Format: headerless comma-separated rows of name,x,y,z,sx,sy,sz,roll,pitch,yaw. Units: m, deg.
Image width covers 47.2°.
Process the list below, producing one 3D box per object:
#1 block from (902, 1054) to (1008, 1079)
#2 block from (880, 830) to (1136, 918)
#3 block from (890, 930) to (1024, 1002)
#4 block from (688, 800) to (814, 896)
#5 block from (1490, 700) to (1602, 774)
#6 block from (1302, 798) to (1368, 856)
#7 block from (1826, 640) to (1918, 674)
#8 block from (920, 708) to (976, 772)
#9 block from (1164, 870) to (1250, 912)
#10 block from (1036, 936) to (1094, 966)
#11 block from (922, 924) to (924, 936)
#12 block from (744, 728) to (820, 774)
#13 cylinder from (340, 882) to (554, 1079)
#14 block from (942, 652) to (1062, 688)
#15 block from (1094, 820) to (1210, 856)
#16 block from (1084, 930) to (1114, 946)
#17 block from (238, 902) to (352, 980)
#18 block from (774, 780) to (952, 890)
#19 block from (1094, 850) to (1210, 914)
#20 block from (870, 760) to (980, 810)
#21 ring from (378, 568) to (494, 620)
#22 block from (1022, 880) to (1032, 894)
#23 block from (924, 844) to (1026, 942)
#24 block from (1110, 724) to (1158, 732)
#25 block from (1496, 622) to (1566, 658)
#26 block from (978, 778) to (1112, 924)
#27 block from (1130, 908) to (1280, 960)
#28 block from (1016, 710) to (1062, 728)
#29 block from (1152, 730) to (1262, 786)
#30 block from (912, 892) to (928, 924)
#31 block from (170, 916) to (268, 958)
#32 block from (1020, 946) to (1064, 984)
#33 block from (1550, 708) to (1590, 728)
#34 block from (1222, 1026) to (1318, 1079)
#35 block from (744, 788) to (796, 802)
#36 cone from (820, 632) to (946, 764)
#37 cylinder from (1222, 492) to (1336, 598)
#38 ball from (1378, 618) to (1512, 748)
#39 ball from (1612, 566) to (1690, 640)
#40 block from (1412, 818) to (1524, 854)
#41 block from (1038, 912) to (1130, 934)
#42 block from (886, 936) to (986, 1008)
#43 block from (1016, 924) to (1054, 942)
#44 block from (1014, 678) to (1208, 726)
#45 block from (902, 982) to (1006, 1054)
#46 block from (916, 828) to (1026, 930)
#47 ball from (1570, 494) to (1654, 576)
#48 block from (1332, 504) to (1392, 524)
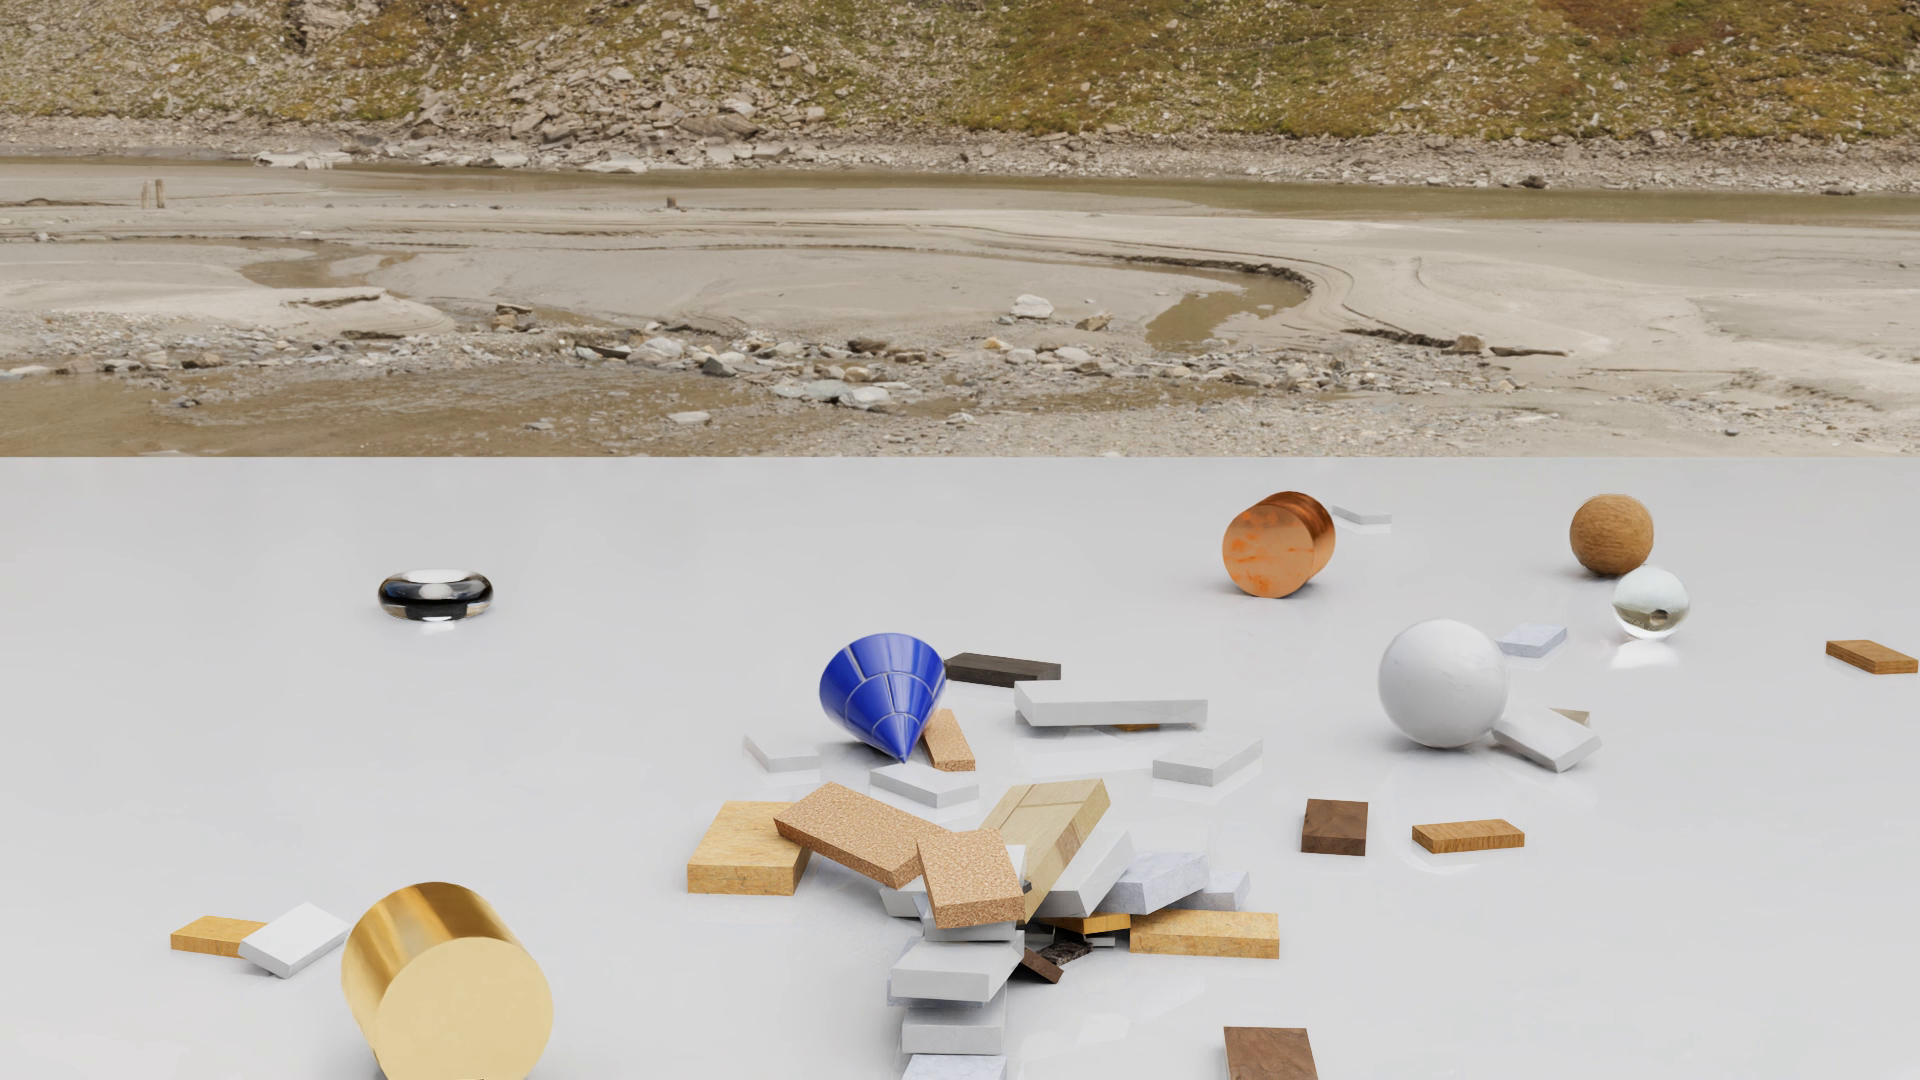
block,-0.048,0.755,2.683,0.125,0.035,0.554,2,11,10
block,0.074,0.532,3.505,0.385,0.048,0.171,-7,22,36
block,0.000,0.587,3.059,0.134,0.038,0.267,1,2,12
block,-0.352,0.534,3.834,0.178,0.050,0.355,1,11,4
block,1.187,0.398,4.462,0.111,0.031,0.222,-28,22,-13
block,0.679,0.518,3.972,0.111,0.031,0.222,2,11,11
block,2.179,0.279,5.259,0.109,0.031,0.218,-2,11,-8
block,-0.035,0.413,4.561,0.081,0.023,0.398,-1,11,-7
block,0.348,0.574,3.582,0.229,0.032,0.114,-5,8,20
block,0.160,0.635,3.391,0.045,0.013,0.091,9,14,40
block,-0.017,0.596,3.327,0.081,0.023,0.161,4,-23,-1
block,-0.363,0.427,4.466,0.104,0.029,0.207,-4,11,-19
cylinder,-0.690,0.606,2.947,0.233,0.233,0.233,-5,12,-25
block,0.092,0.305,5.105,0.256,0.036,0.128,6,12,27
block,0.252,0.537,3.822,0.341,0.048,0.171,3,11,14
block,0.217,0.619,3.464,0.045,0.013,0.091,0,8,-1
block,-1.022,0.615,3.384,0.088,0.025,0.175,24,16,11
block,-0.164,0.492,3.695,0.128,0.036,0.360,-31,25,-29
block,0.206,0.548,3.561,0.355,0.050,0.178,-4,6,41
block,-0.070,0.470,4.234,0.103,0.029,0.207,-9,14,-39
ring,-1.384,0.144,5.806,0.301,0.100,0.301,1,10,0
block,0.059,0.515,3.289,0.091,0.013,0.045,11,27,44
block,0.025,0.513,3.209,0.125,0.035,0.249,-2,16,7
block,0.348,0.379,4.743,0.081,0.023,0.162,-6,12,-30
block,1.412,0.247,5.432,0.109,0.031,0.246,6,12,29
block,0.092,0.489,3.452,0.171,0.048,0.341,-9,21,32
block,0.383,0.615,3.444,0.229,0.032,0.114,1,11,7
block,0.193,0.365,4.803,0.103,0.029,0.207,2,11,13
block,0.498,0.435,4.402,0.128,0.036,0.256,6,12,29
block,-0.033,0.558,3.242,0.045,0.013,0.091,-14,50,-17
block,-1.130,0.621,3.432,0.175,0.025,0.088,3,11,18
block,0.083,0.619,3.331,0.081,0.023,0.161,36,-9,-29
block,1.252,0.397,4.621,0.111,0.031,0.222,4,11,22
block,0.414,0.710,2.932,0.114,0.032,0.229,1,11,3
block,-0.363,0.498,4.103,0.081,0.023,0.162,1,11,7
cone,-0.133,0.370,4.428,0.266,0.266,0.266,-2,31,-12
cylinder,0.885,0.010,6.089,0.257,0.257,0.257,4,11,22
ball,0.996,0.294,4.526,0.269,0.269,0.269,0,11,0
ball,1.725,0.157,5.494,0.185,0.185,0.185,0,11,0
block,0.908,0.529,3.929,0.176,0.025,0.088,-2,11,-13
block,0.195,0.595,3.465,0.081,0.023,0.161,-3,-1,-24
block,-0.021,0.621,3.166,0.134,0.038,0.267,1,2,6
block,0.103,0.619,3.474,0.091,0.013,0.045,1,10,7
block,0.321,0.346,4.703,0.380,0.050,0.178,0,11,-11
block,-0.005,0.662,3.073,0.134,0.038,0.267,0,2,3
block,0.013,0.486,3.176,0.125,0.035,0.249,-6,16,-6
ball,1.860,-0.013,6.276,0.233,0.233,0.233,0,11,0
block,1.318,-0.085,7.221,0.109,0.031,0.218,-3,11,-15
